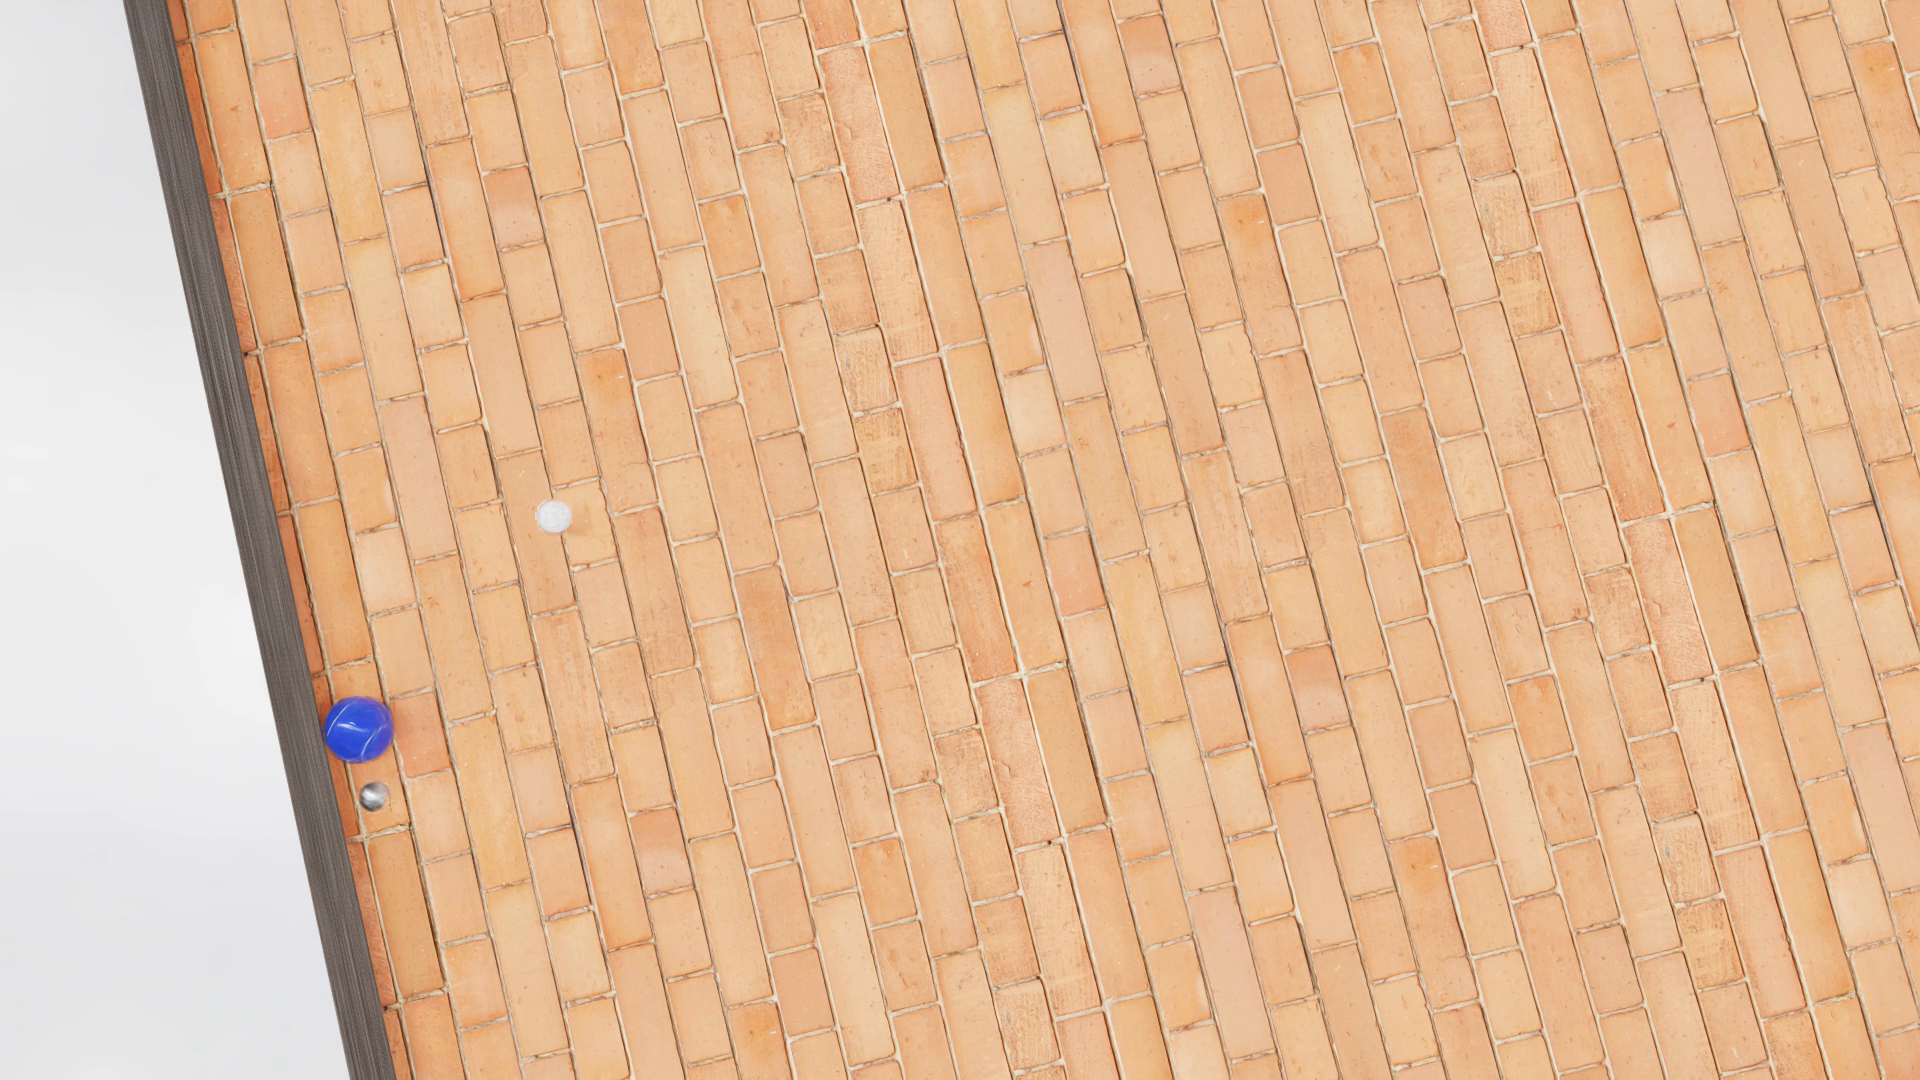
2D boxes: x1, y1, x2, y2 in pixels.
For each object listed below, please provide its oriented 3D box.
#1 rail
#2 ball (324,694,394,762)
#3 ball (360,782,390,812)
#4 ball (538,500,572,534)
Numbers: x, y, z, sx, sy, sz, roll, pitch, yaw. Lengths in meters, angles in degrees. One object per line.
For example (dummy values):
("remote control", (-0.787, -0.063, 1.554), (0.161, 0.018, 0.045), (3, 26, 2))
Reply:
("rail", (-0.961, 0.231, 3.198), (0.045, 0.129, 2.299), (-14, 84, -2))
("ball", (-0.877, 0.275, 3.209), (0.099, 0.099, 0.099), (0, 83, 0))
("ball", (-0.858, 0.377, 3.225), (0.044, 0.044, 0.044), (0, 83, 0))
("ball", (-0.602, -0.034, 3.269), (0.050, 0.050, 0.050), (0, 83, 0))
